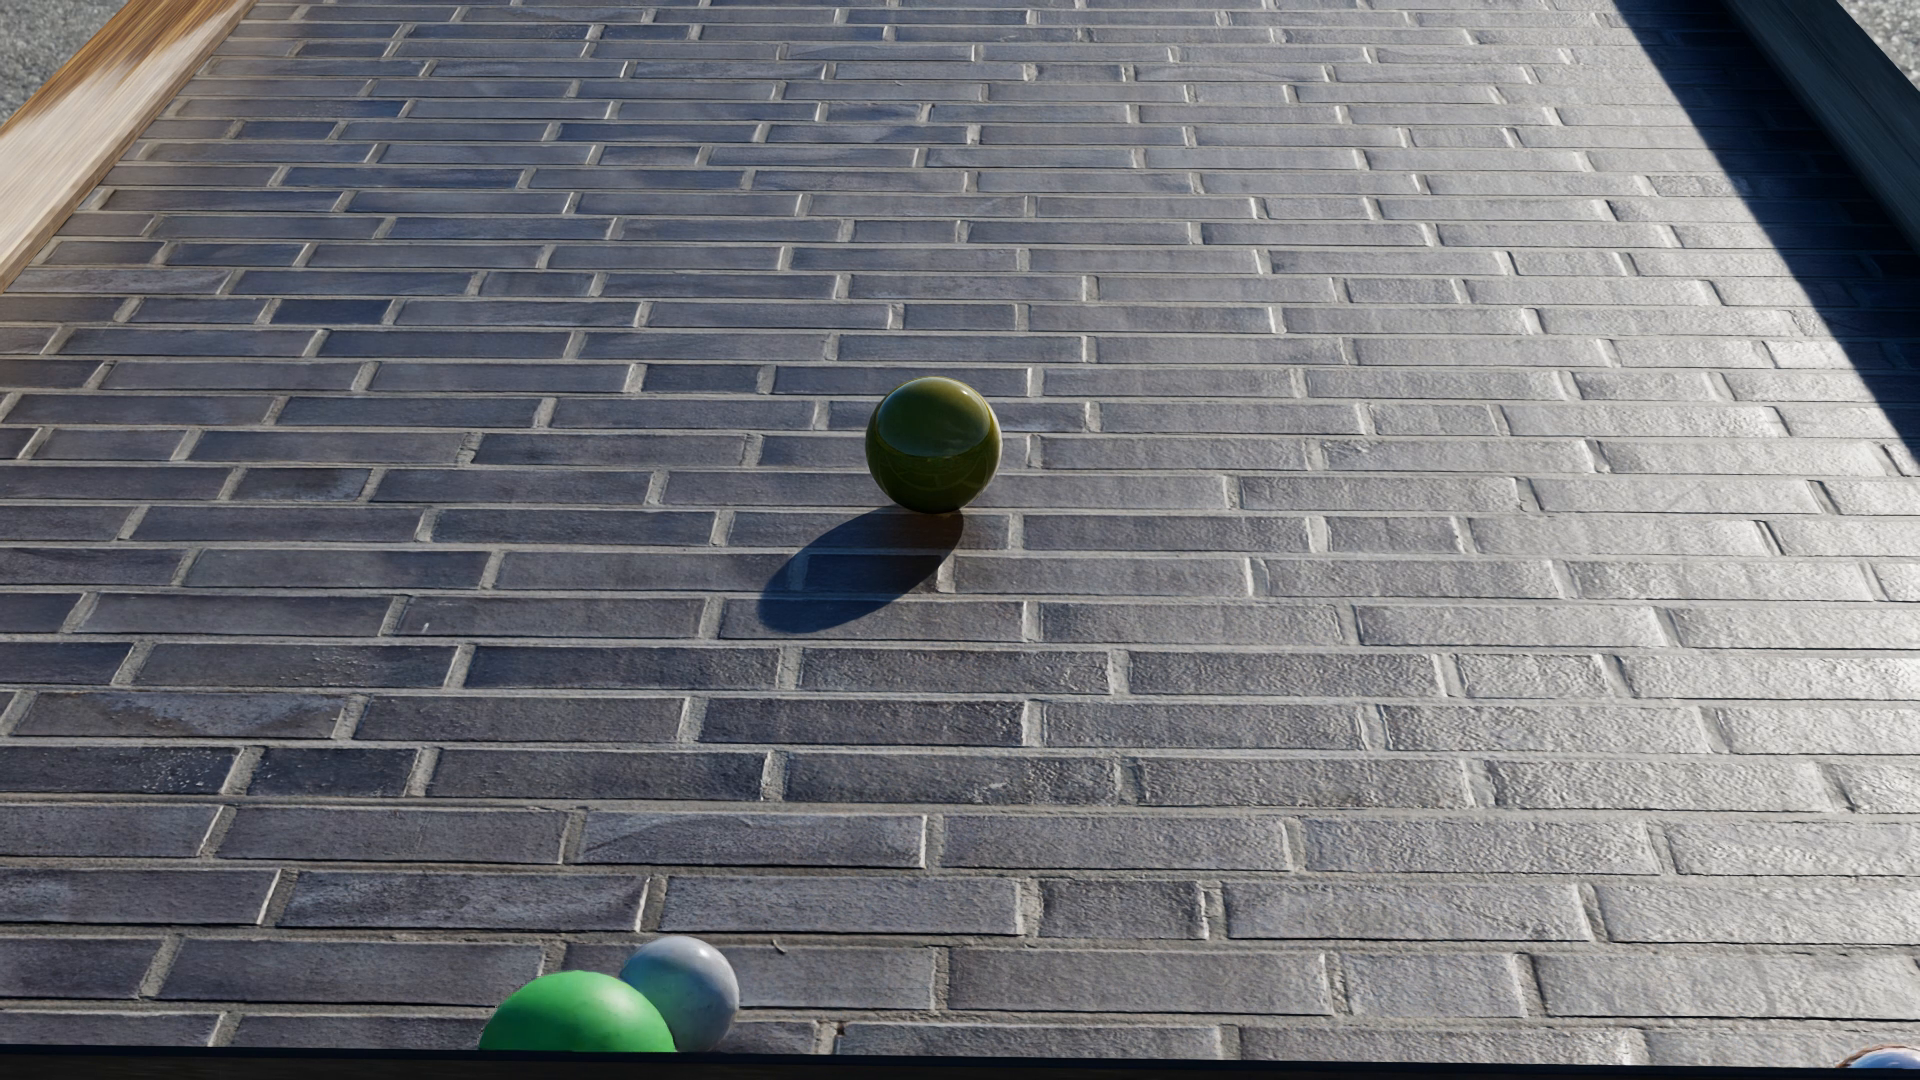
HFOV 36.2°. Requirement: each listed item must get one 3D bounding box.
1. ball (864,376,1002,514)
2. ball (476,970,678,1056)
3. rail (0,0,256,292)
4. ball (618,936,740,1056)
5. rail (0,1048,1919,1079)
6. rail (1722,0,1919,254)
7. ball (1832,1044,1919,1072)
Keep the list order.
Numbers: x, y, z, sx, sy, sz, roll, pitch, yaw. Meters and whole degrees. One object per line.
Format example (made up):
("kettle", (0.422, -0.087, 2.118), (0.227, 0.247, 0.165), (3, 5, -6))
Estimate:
("ball", (-0.018, -0.065, 2.017), (0.095, 0.095, 0.095), (0, 26, 0))
("ball", (-0.179, 0.248, 1.369), (0.095, 0.095, 0.095), (0, 26, 0))
("rail", (-0.760, -0.323, 2.516), (0.045, 0.123, 2.724), (1, 26, 1))
("ball", (-0.140, 0.226, 1.452), (0.061, 0.061, 0.061), (0, 26, 0))
("rail", (-0.014, 0.266, 1.296), (1.598, 0.123, 0.045), (1, 26, 1))
("rail", (0.790, -0.308, 2.485), (0.045, 0.123, 2.724), (1, 26, 1))
("ball", (0.430, 0.269, 1.347), (0.076, 0.076, 0.076), (0, 26, 0))
